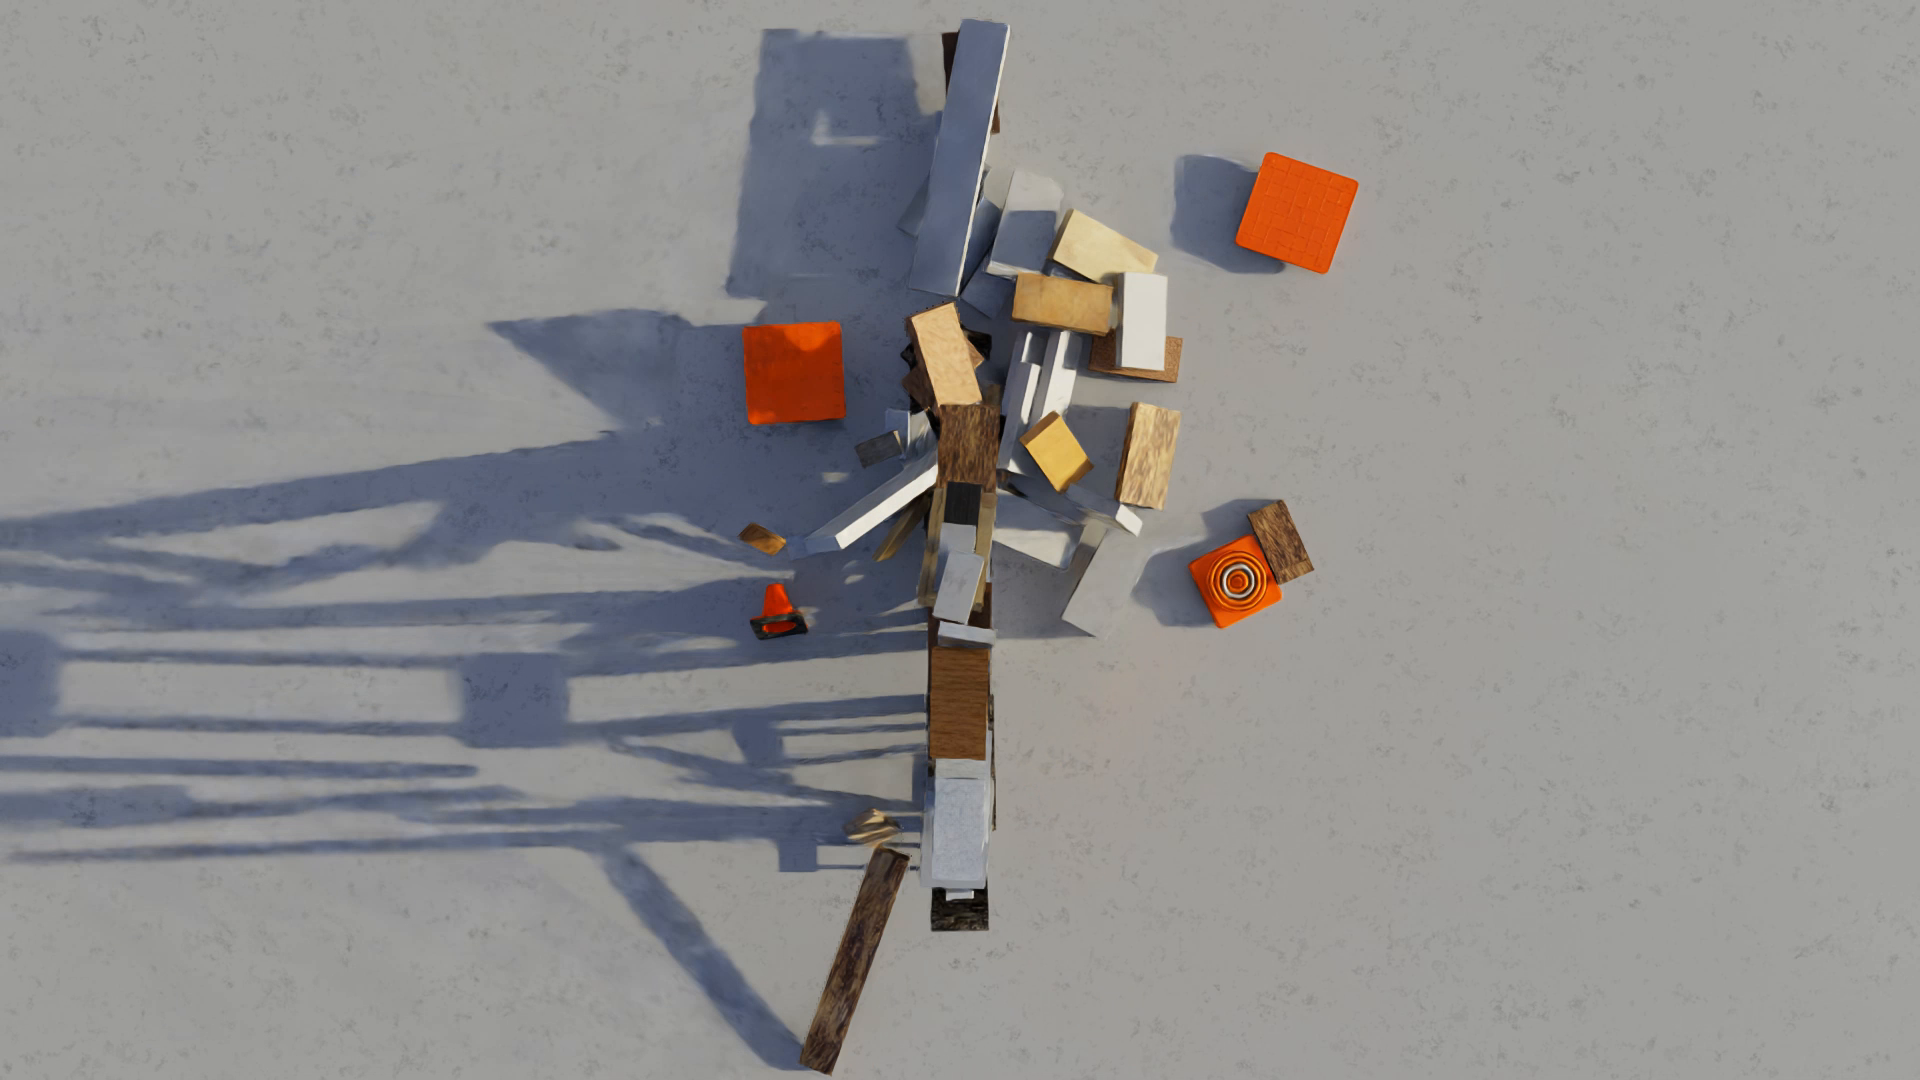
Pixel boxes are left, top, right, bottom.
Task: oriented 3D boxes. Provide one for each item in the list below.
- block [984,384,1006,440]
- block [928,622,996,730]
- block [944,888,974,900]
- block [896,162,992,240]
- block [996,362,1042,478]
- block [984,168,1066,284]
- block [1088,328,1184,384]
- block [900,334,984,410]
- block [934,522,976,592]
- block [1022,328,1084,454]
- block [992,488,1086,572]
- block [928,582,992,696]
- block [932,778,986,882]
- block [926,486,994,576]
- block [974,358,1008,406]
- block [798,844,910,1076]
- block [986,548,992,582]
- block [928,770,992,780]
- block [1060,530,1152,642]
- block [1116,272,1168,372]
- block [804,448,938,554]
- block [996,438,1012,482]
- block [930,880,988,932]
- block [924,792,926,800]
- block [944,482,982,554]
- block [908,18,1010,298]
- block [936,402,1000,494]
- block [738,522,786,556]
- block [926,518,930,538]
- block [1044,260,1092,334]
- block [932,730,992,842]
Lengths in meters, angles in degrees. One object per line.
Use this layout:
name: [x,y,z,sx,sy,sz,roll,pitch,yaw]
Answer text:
block: [0.120,-0.360,5.425,0.040,0.140,0.280,13,90,33]
block: [0.001,0.354,4.070,0.131,0.528,0.037,10,58,2]
block: [-0.009,0.983,4.755,0.076,0.152,0.022,-3,112,-5]
block: [-0.053,-1.127,5.428,0.165,0.047,0.329,32,93,-2]
block: [0.221,-0.392,5.412,0.050,0.177,0.354,13,90,33]
block: [0.213,-1.015,5.390,0.174,0.049,0.348,15,91,-6]
block: [0.583,-0.617,5.479,0.294,0.042,0.147,9,90,0]
block: [-0.058,-0.551,5.364,0.256,0.036,0.128,-41,87,0]
block: [-0.011,0.048,4.125,0.087,0.025,0.175,6,77,5]
block: [0.308,-0.476,5.427,0.042,0.147,0.421,13,90,34]
block: [0.231,-0.036,5.452,0.329,0.047,0.165,23,86,-7]
block: [0.000,0.257,4.284,0.162,0.046,0.325,2,120,4]
block: [-0.004,0.679,3.868,0.117,0.033,0.233,3,81,-2]
block: [-0.001,-0.027,5.129,0.155,0.044,0.310,-11,74,1]
block: [0.051,-0.436,5.413,0.140,0.040,0.305,29,75,-34]
block: [-0.347,1.375,5.376,0.117,0.033,0.824,20,105,4]
block: [0.001,0.080,4.599,0.162,0.670,0.046,-1,66,-1]
block: [-0.001,0.622,4.183,0.163,0.327,0.046,0,88,0]
block: [0.481,0.149,5.440,0.165,0.047,0.329,28,90,0]
block: [0.595,-0.714,5.411,0.156,0.044,0.311,3,88,-21]
block: [-0.208,-0.138,5.097,0.624,0.163,0.046,-37,109,-36]
block: [0.143,-0.268,5.421,0.020,0.069,0.139,12,117,29]
block: [-0.002,1.029,5.144,0.168,0.721,0.048,-1,104,0]
block: [-0.018,0.799,4.760,0.163,0.718,0.046,-3,90,-2]
block: [0.004,-0.057,4.170,0.087,0.025,0.175,6,89,5]
block: [0.000,-1.241,5.360,0.156,0.044,0.892,11,91,11]
block: [0.020,-0.211,4.570,0.163,0.046,0.327,3,101,-1]
block: [-0.637,-0.002,5.328,0.139,0.020,0.069,29,121,-32]
block: [-0.005,0.058,4.789,0.177,0.369,0.050,9,62,4]
block: [0.369,-0.872,5.439,0.174,0.049,0.348,19,90,-26]
block: [0.005,0.584,3.919,0.131,0.037,0.262,3,81,-2]
